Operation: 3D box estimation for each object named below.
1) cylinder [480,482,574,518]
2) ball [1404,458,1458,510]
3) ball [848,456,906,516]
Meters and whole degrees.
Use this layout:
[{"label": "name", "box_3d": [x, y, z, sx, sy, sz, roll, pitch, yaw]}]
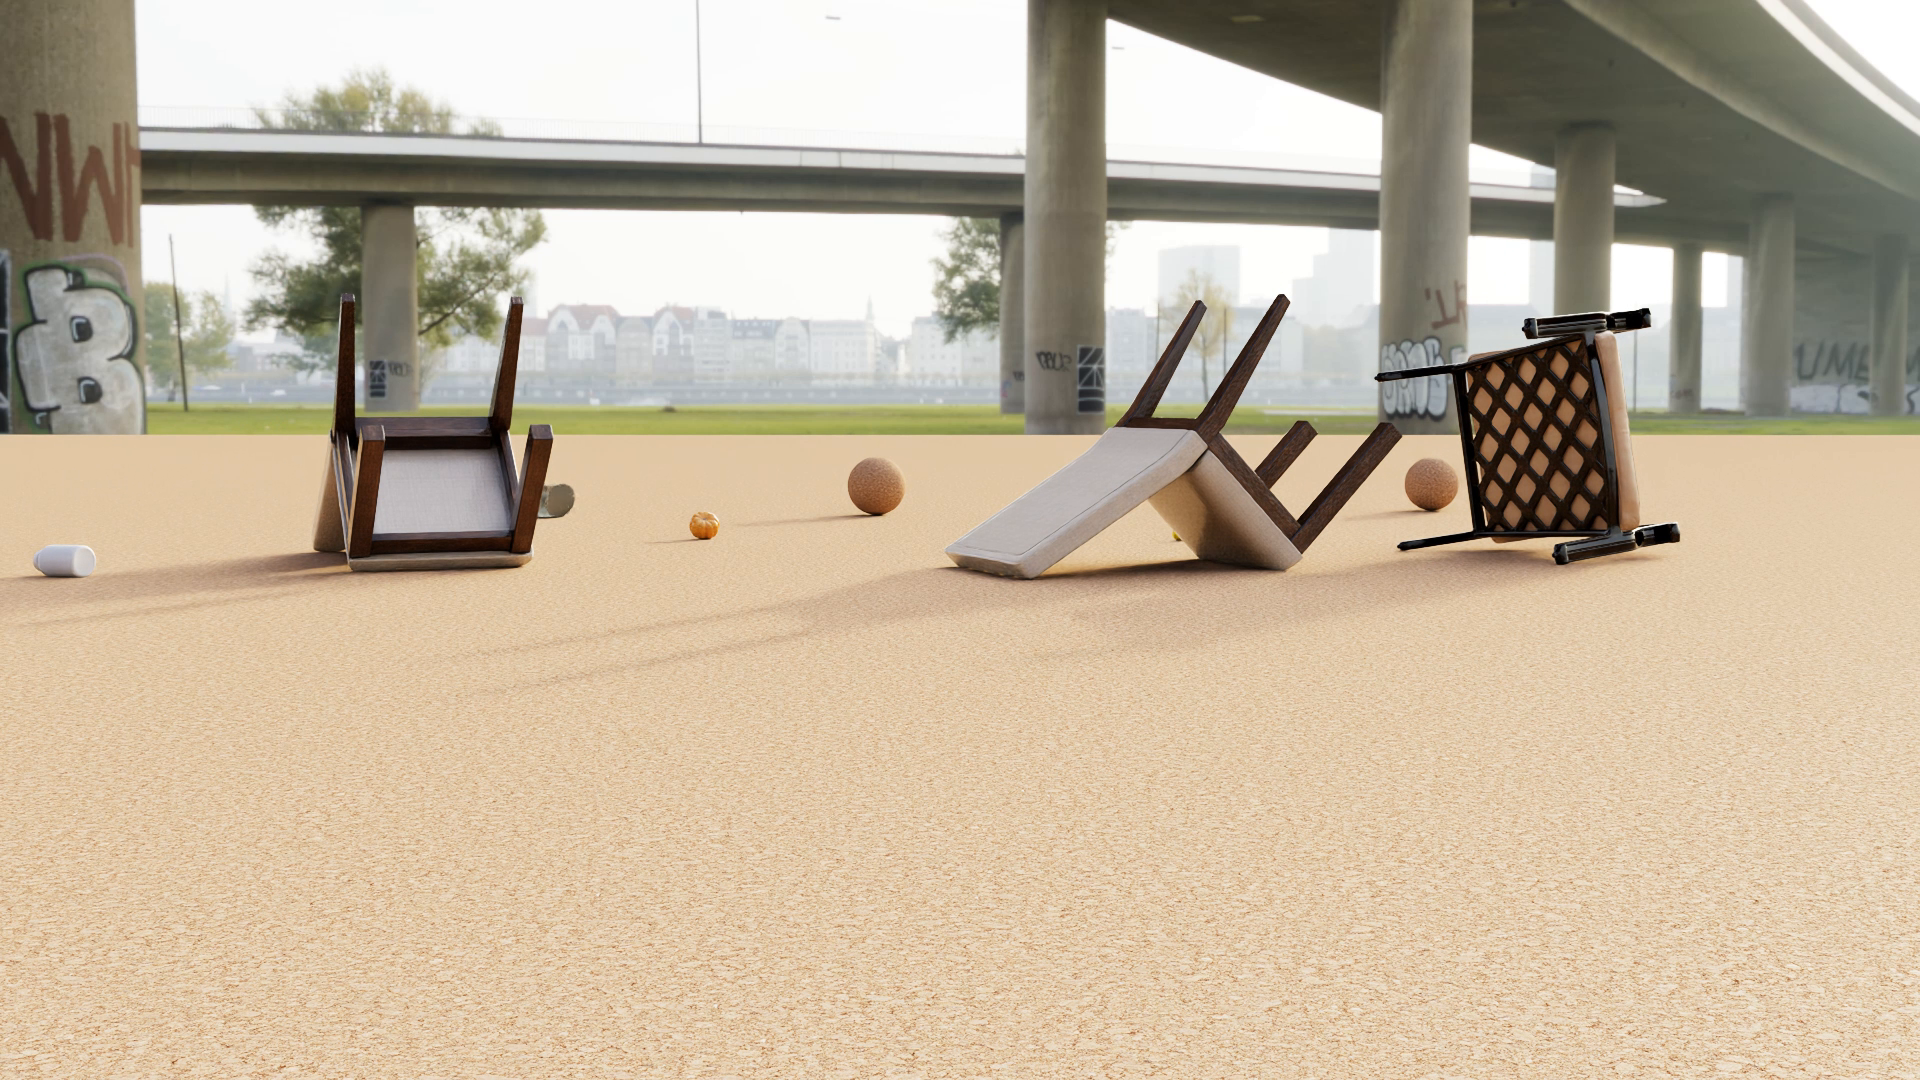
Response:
[{"label": "cylinder", "box_3d": [-1.520, -0.140, 7.730, 0.262, 0.116, 0.206, 1, 12, 19]}, {"label": "ball", "box_3d": [1.743, -0.207, 8.126, 0.197, 0.197, 0.197, 0, 4, 0]}, {"label": "ball", "box_3d": [-0.297, -0.193, 7.839, 0.209, 0.209, 0.209, 0, 4, 0]}]
